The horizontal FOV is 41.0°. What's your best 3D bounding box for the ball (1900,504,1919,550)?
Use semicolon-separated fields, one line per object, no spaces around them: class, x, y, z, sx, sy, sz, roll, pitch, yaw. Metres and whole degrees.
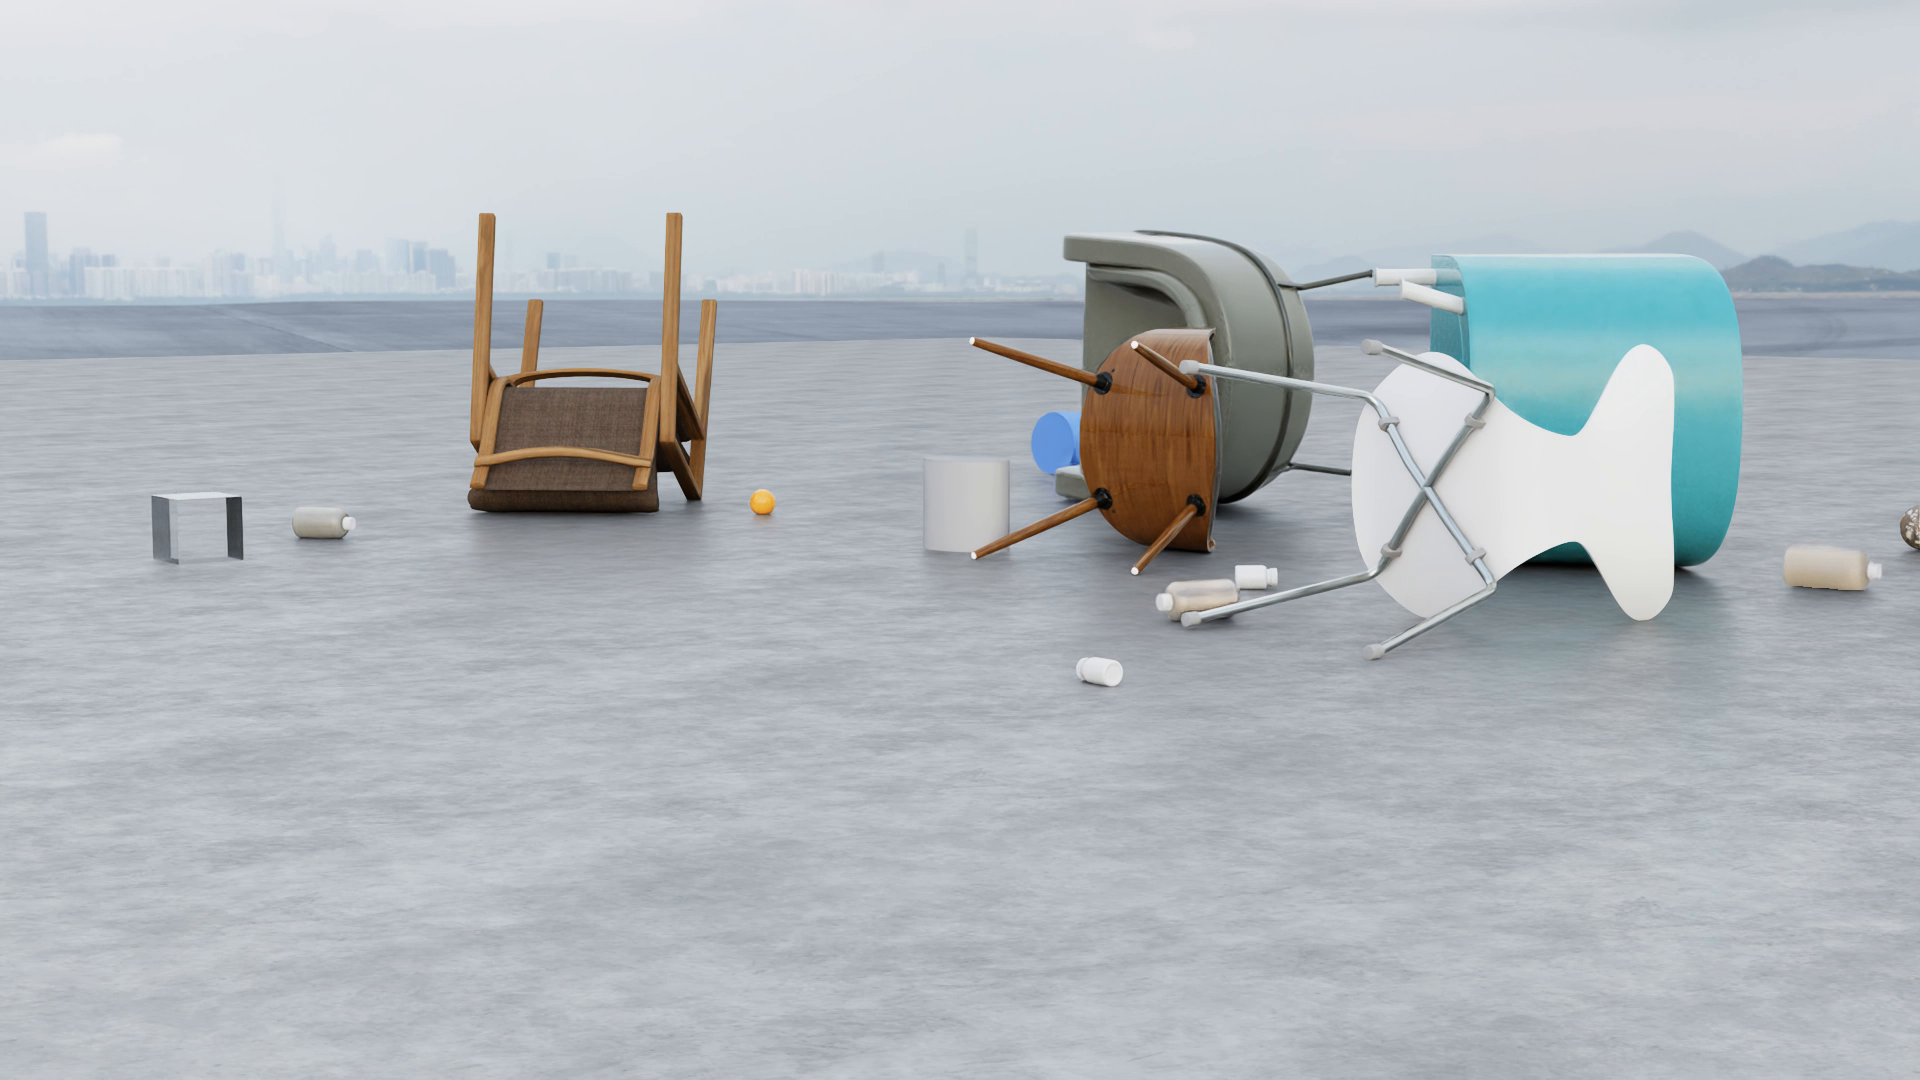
ball;2.320;-0.031;6.174;0.111;0.111;0.111;0;6;0

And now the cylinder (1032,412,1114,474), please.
cylinder;0.374;-0.322;8.527;0.150;0.205;0.311;-3;1;-25

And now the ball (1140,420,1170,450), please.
ball;0.741;-0.396;9.706;0.113;0.113;0.113;0;6;0

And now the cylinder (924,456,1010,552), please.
cylinder;0.015;-0.088;6.199;0.235;0.218;0.149;4;7;36

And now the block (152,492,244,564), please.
block;-1.773;-0.029;5.964;0.155;0.149;0.158;-5;7;-38
